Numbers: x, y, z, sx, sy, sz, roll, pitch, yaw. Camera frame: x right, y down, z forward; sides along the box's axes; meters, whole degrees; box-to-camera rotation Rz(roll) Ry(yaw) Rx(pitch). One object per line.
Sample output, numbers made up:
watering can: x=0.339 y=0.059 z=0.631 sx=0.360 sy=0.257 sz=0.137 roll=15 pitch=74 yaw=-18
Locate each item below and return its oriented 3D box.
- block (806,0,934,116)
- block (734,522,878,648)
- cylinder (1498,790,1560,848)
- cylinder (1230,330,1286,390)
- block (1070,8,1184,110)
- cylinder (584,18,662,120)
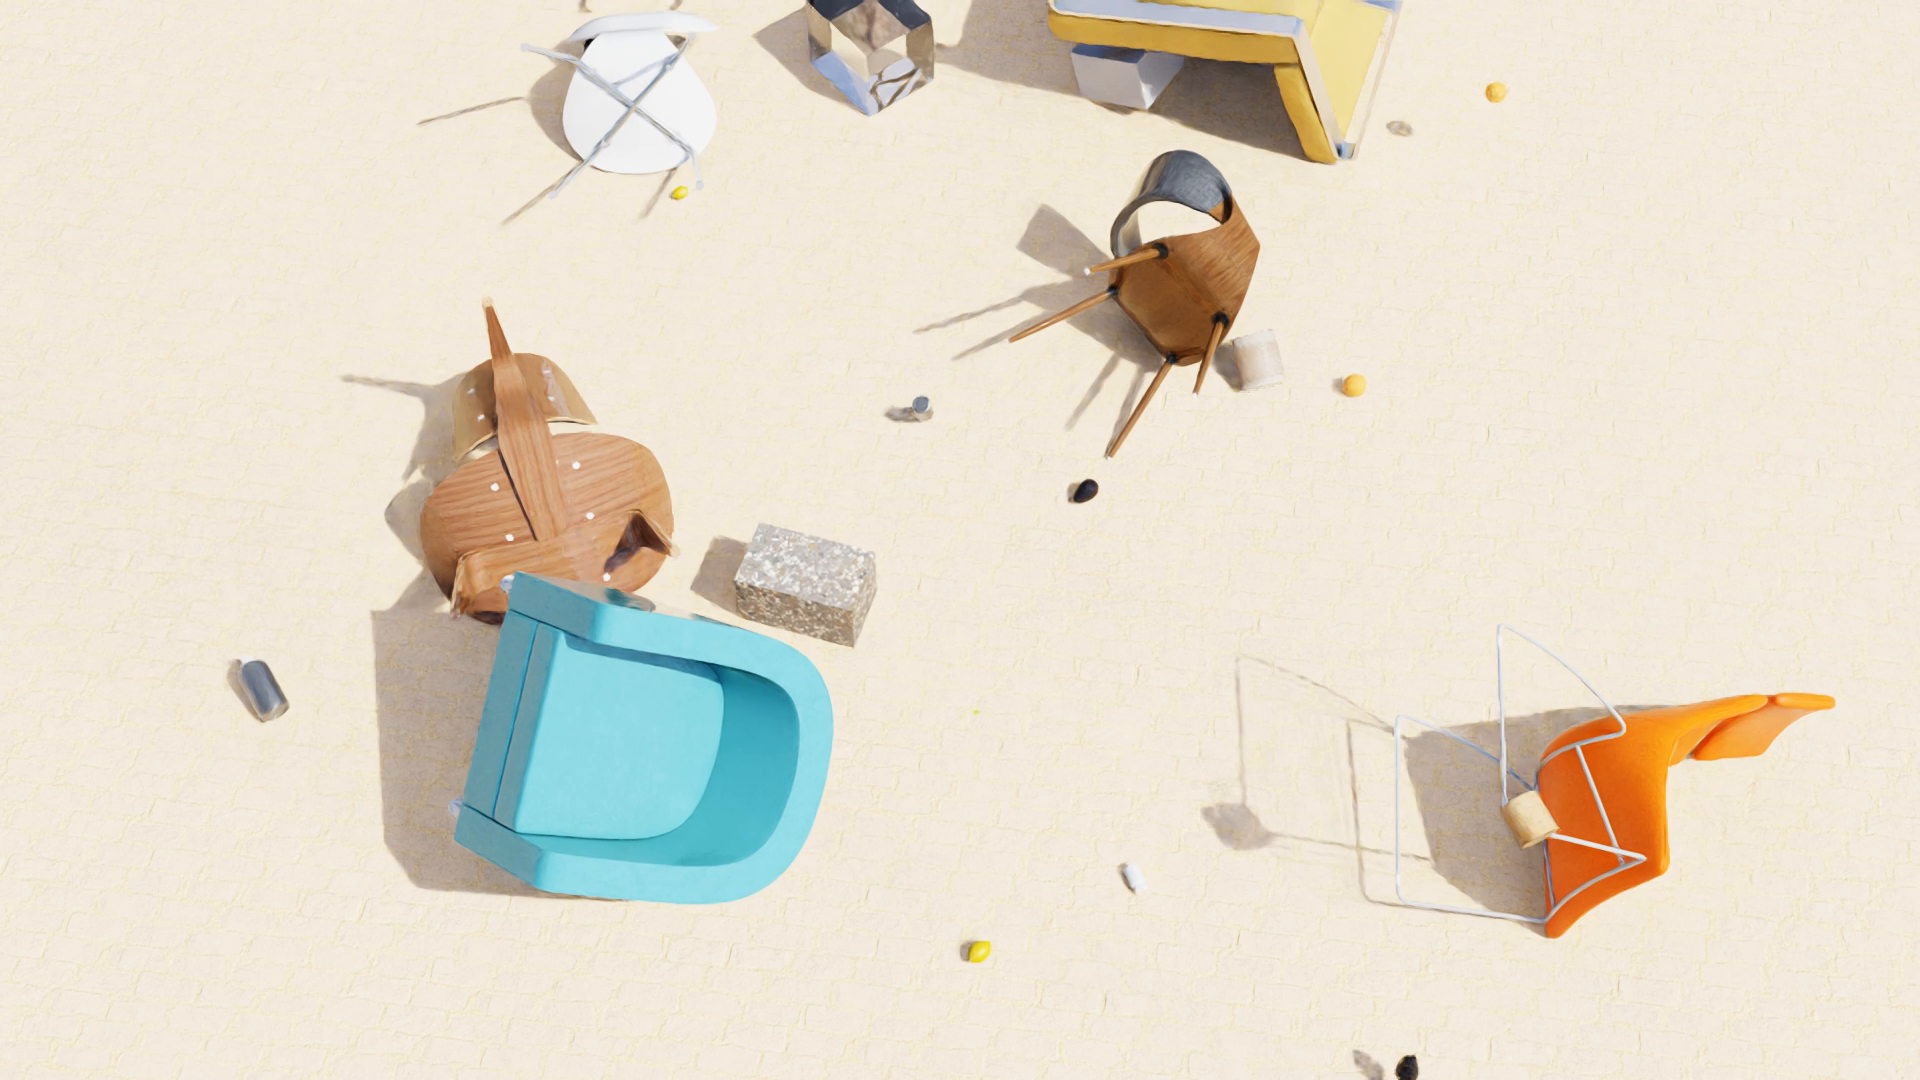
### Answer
block: x=-0.307 y=-1.713 z=7.551 sx=0.281 sy=0.286 sz=0.339 roll=-34 pitch=62 yaw=-20
block: x=-0.443 y=0.131 z=6.362 sx=0.352 sy=0.205 sz=0.209 roll=14 pitch=57 yaw=9
cylinder: x=1.348 y=0.662 z=5.209 sx=0.099 sy=0.137 sz=0.102 roll=-36 pitch=69 yaw=16
cylinder: x=0.931 y=-0.562 z=6.857 sx=0.142 sy=0.081 sz=0.163 roll=-14 pitch=89 yaw=-4
block: x=0.574 y=-1.649 z=7.525 sx=0.265 sy=0.188 sz=0.262 roll=18 pitch=56 yaw=32
cylinder: x=-1.156 y=-1.618 z=7.551 sx=0.244 sy=0.180 sz=0.305 roll=-9 pitch=57 yaw=-6
